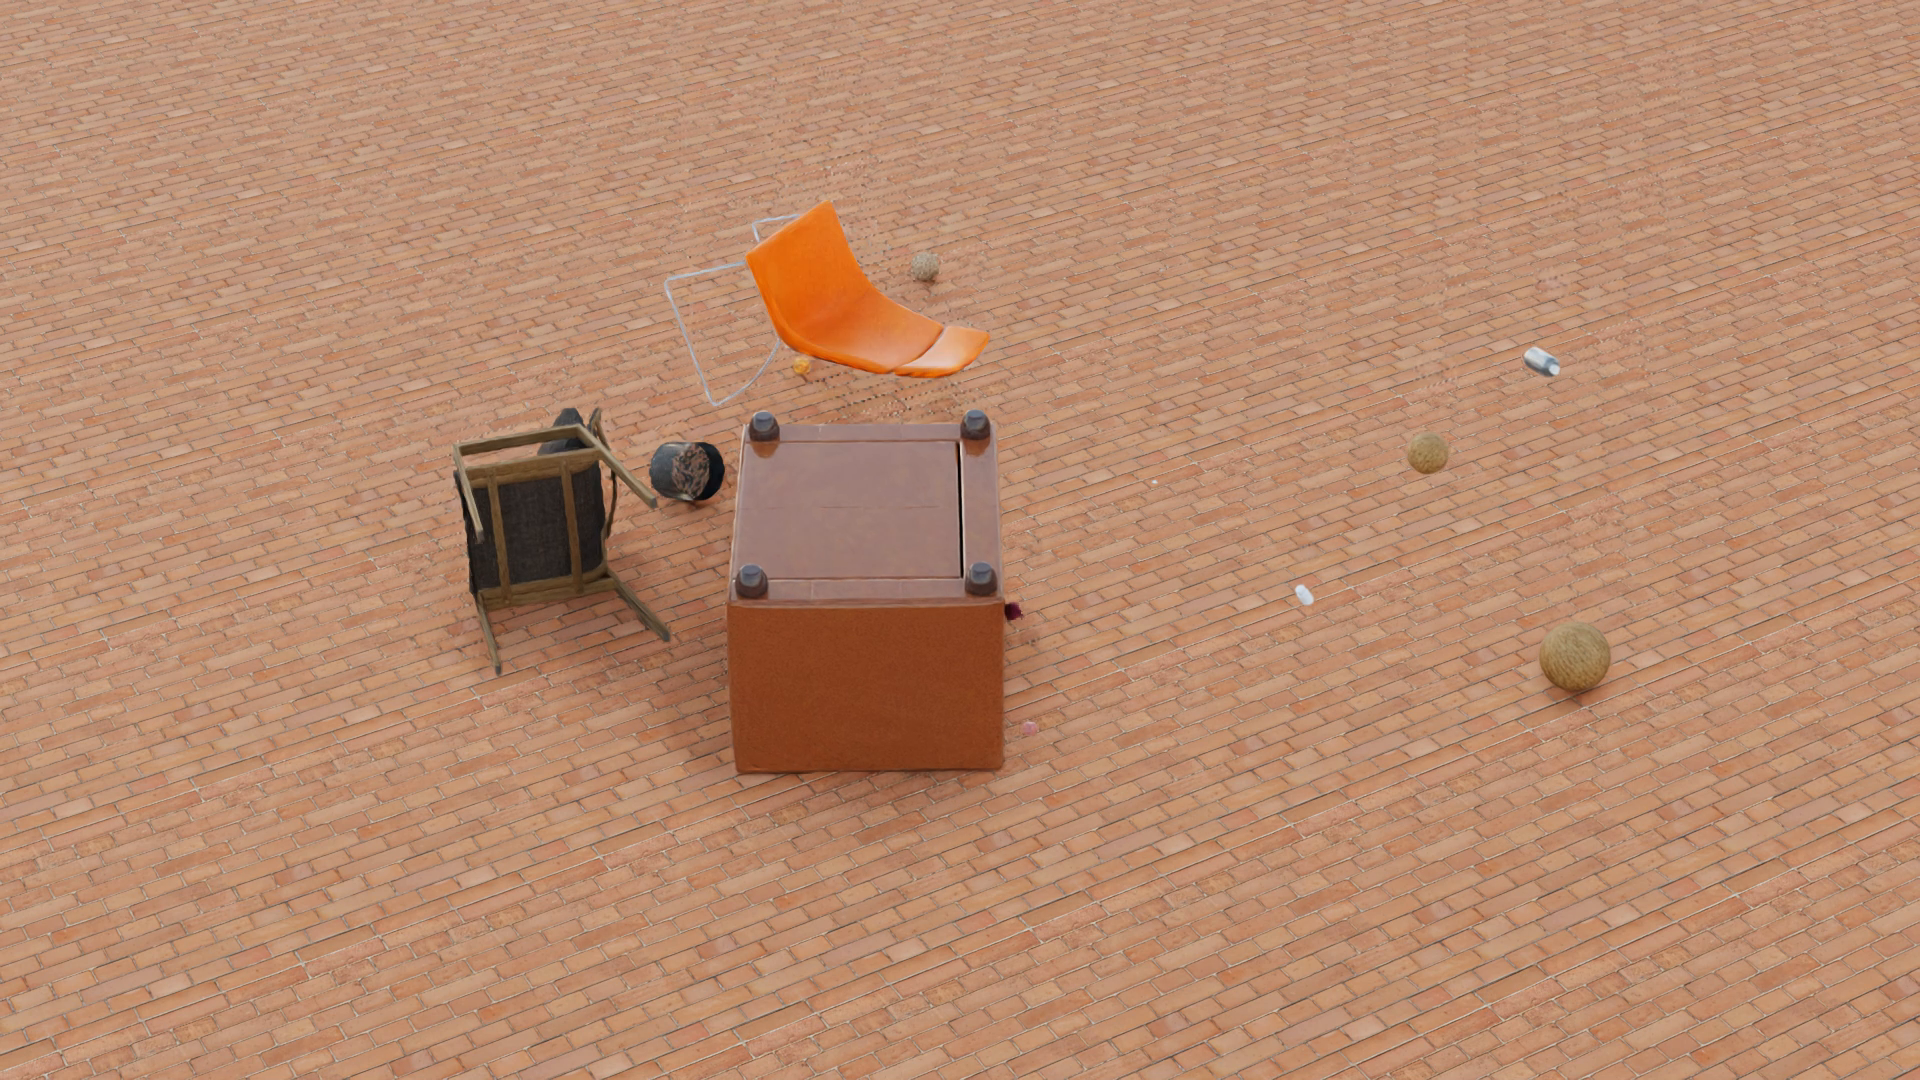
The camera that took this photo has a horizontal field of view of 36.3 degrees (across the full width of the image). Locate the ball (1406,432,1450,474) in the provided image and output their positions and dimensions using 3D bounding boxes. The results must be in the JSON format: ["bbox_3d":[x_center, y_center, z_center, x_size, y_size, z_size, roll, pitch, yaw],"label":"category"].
[{"bbox_3d":[1.685,-0.313,10.559,0.150,0.150,0.150,0,33,0],"label":"ball"}]

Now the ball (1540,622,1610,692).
[{"bbox_3d":[2.121,0.401,10.115,0.242,0.242,0.242,0,33,0],"label":"ball"}]

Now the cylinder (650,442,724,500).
[{"bbox_3d":[-1.033,-0.262,11.105,0.160,0.220,0.235,4,12,43],"label":"cylinder"}]

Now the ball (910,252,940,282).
[{"bbox_3d":[-0.151,-1.175,12.614,0.126,0.126,0.126,0,33,0],"label":"ball"}]
